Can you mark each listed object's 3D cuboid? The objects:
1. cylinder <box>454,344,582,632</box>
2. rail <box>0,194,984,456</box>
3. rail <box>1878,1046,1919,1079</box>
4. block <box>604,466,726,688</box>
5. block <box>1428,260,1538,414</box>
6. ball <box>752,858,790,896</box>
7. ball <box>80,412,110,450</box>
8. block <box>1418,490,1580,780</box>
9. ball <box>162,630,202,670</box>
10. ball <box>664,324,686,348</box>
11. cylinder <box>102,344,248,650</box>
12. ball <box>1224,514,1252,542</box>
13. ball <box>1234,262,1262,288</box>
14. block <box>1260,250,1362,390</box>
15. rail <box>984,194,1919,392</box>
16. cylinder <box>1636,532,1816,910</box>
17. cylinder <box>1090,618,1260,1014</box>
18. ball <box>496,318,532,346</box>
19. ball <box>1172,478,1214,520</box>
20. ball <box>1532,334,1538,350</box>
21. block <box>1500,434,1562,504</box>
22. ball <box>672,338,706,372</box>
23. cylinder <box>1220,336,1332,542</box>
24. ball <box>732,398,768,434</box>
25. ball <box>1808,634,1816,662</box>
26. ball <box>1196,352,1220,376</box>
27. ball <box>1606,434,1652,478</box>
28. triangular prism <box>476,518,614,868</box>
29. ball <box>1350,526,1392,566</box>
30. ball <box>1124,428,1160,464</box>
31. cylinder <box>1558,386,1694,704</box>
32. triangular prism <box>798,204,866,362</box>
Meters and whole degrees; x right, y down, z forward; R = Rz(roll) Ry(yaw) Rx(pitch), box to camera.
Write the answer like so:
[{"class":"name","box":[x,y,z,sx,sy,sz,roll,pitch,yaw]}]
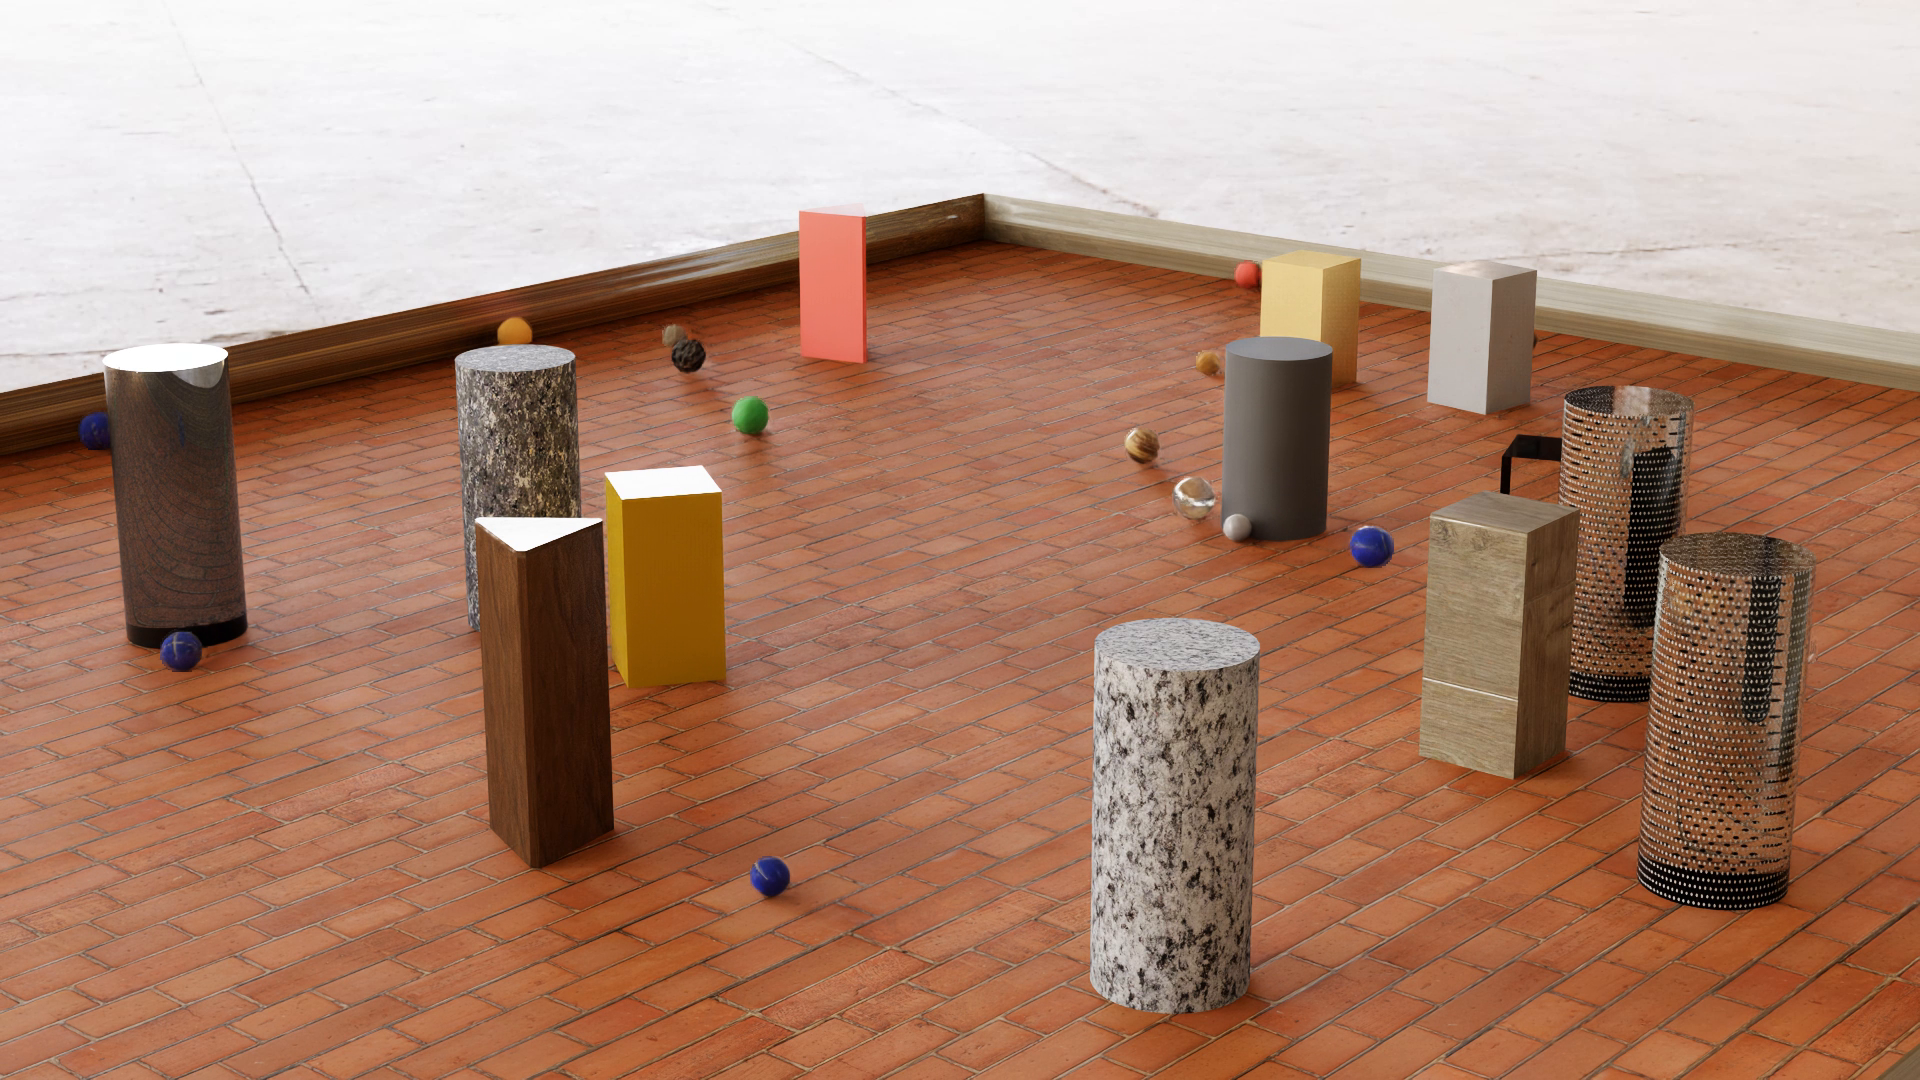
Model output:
[{"class":"cylinder","box":[-0.739,-0.084,4.941,0.198,0.457,0.198,0,17,0]},{"class":"rail","box":[-1.569,-0.361,6.424,0.045,0.129,5.039,14,22,39]},{"class":"rail","box":[1.569,0.425,3.816,0.045,0.129,5.039,14,22,39]},{"class":"block","box":[-0.474,0.058,4.718,0.159,0.314,0.159,-5,17,-15]},{"class":"block","box":[1.143,-0.446,6.420,0.159,0.297,0.159,-15,22,-41]},{"class":"ball","box":[-0.250,0.446,3.884,0.052,0.052,0.052,0,17,0]},{"class":"ball","box":[-1.782,-0.227,6.071,0.078,0.078,0.078,0,17,0]},{"class":"block","box":[0.798,0.138,4.342,0.159,0.377,0.159,13,21,37]},{"class":"ball","box":[-1.260,0.179,4.747,0.065,0.065,0.065,0,17,0]},{"class":"ball","box":[-0.676,-0.483,6.962,0.056,0.056,0.056,0,17,0]},{"class":"cylinder","box":[-1.303,-0.073,4.878,0.198,0.473,0.198,0,17,0]},{"class":"ball","box":[0.515,-0.022,5.438,0.051,0.051,0.051,0,17,0]},{"class":"ball","box":[0.748,-0.687,7.614,0.069,0.069,0.069,0,17,0]},{"class":"block","box":[0.787,-0.492,6.598,0.159,0.283,0.159,13,21,37]},{"class":"rail","box":[1.636,-0.511,6.924,4.203,0.129,0.045,14,22,39]},{"class":"cylinder","box":[1.010,0.237,3.871,0.198,0.458,0.198,0,17,0]},{"class":"cylinder","box":[0.261,0.335,3.581,0.198,0.439,0.198,0,17,0]},{"class":"ball","box":[-1.052,-0.483,6.918,0.081,0.081,0.081,0,17,0]},{"class":"ball","box":[0.445,-0.080,5.580,0.080,0.080,0.080,0,17,0]},{"class":"ball","box":[1.322,-0.468,6.889,0.068,0.068,0.068,0,17,0]},{"class":"block","box":[1.025,-0.027,5.079,0.159,0.269,0.159,6,18,19]},{"class":"ball","box":[-0.623,-0.422,6.722,0.077,0.077,0.077,0,17,0]},{"class":"cylinder","box":[0.593,-0.191,5.493,0.198,0.344,0.198,0,17,0]},{"class":"ball","box":[-0.442,-0.261,6.185,0.078,0.078,0.078,0,17,0]},{"class":"ball","box":[1.359,0.174,4.766,0.063,0.063,0.063,0,17,0]},{"class":"ball","box":[0.568,-0.404,6.699,0.054,0.054,0.054,0,17,0]},{"class":"ball","box":[1.337,-0.168,5.858,0.088,0.088,0.088,0,17,0]},{"class":"triangular prism","box":[-0.594,0.198,4.016,0.149,0.451,0.172,10,19,30]},{"class":"ball","box":[0.741,0.011,5.288,0.075,0.075,0.075,0,17,0]},{"class":"ball","box":[0.370,-0.191,5.966,0.070,0.070,0.070,0,17,0]},{"class":"cylinder","box":[1.042,0.005,4.632,0.198,0.464,0.198,0,17,0]},{"class":"triangular prism","box":[-0.265,-0.607,6.872,0.172,0.344,0.149,8,19,25]}]
